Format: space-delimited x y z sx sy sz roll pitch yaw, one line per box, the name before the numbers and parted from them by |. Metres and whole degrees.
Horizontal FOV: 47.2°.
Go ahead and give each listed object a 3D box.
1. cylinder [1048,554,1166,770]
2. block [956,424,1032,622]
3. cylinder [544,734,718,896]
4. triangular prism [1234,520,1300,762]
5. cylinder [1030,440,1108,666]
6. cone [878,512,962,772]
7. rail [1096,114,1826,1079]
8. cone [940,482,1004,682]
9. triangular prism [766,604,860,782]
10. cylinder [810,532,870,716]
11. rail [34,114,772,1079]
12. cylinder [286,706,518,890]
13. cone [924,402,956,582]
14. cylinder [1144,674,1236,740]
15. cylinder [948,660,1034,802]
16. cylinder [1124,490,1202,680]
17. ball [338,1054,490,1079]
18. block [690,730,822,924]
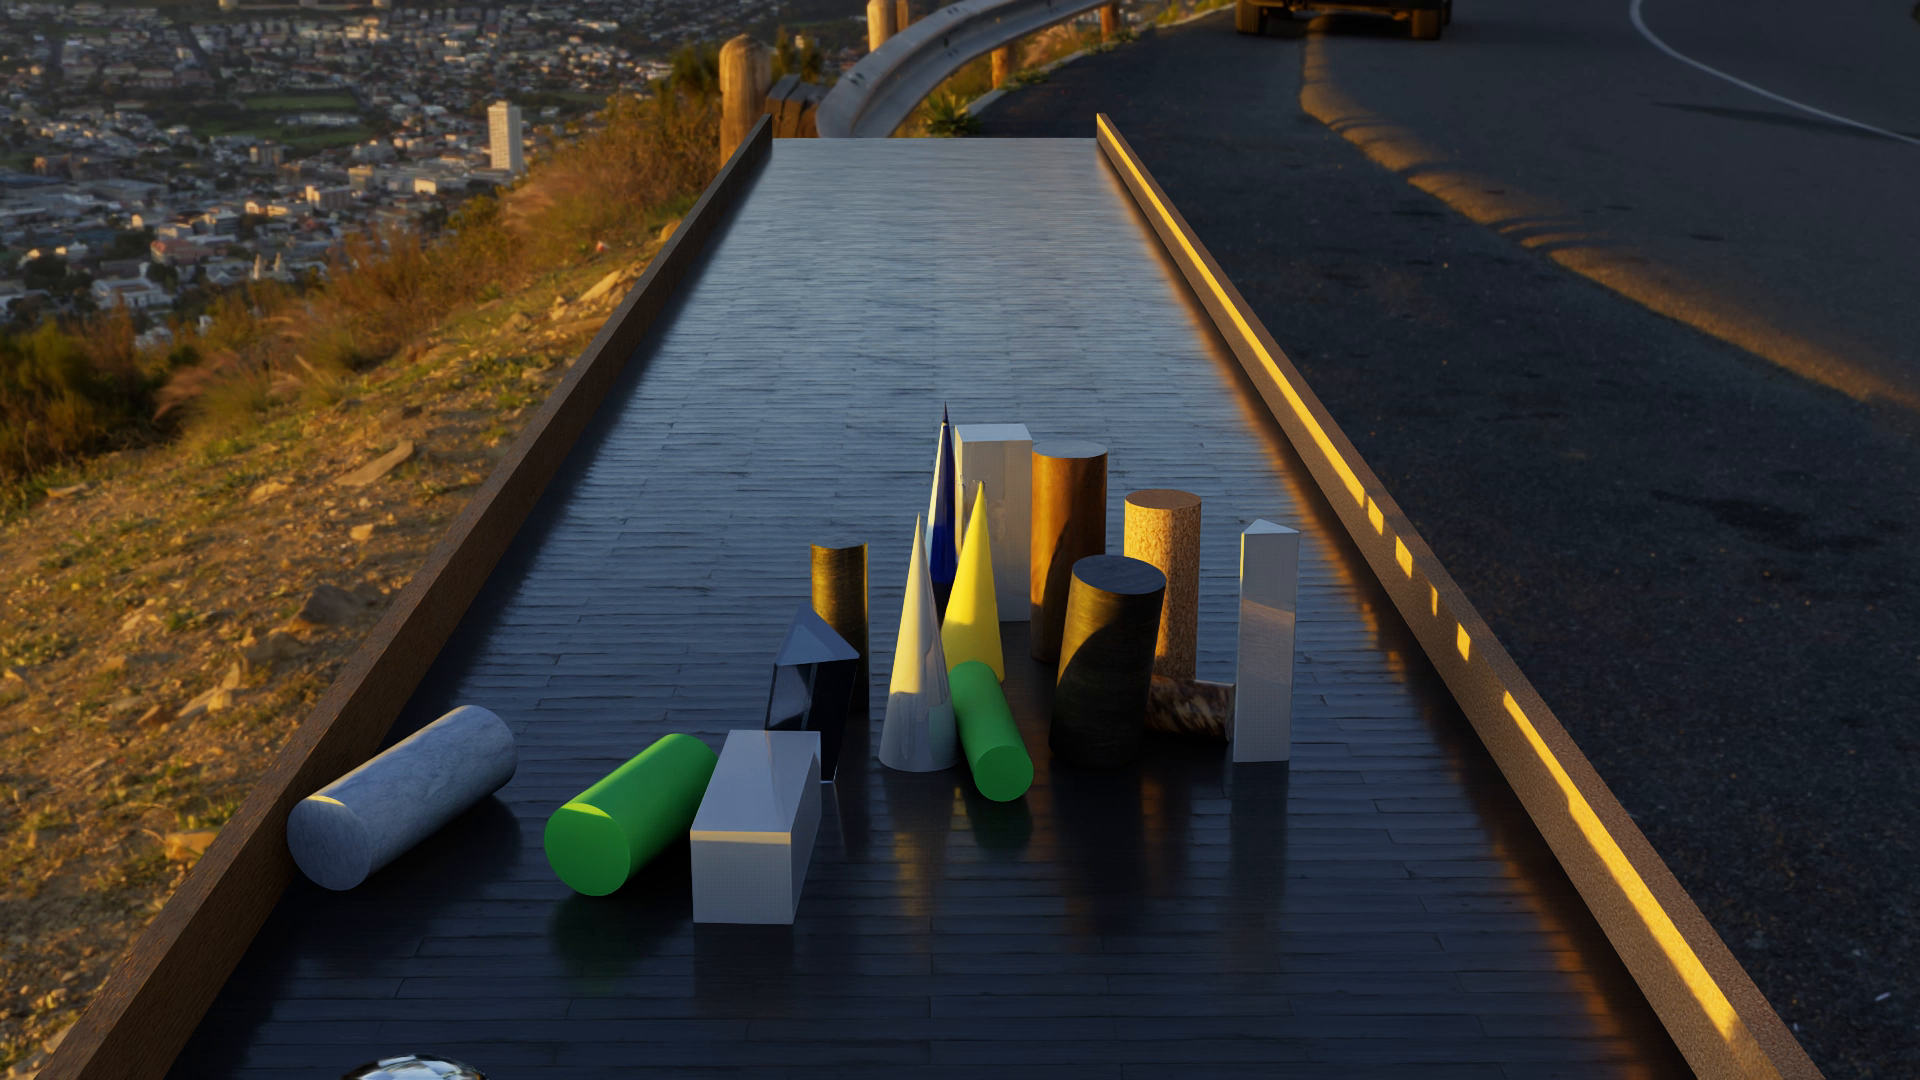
cylinder | 0.257 0.215 3.868 0.164 0.341 0.164 6 23 -2
block | 0.070 -0.037 4.661 0.147 0.393 0.147 -2 17 -5
cylinder | -0.513 0.433 3.501 0.153 0.153 0.309 7 18 21
triangular prism | 0.531 0.178 3.889 0.100 0.422 0.086 -2 17 -6
cylinder | 0.216 0.027 4.383 0.149 0.429 0.149 0 17 0
cone | -0.071 0.168 3.864 0.149 0.455 0.149 0 17 0
rail | 0.932 -0.844 7.801 0.050 0.150 12.000 0 17 -1
cone | 0.028 0.073 4.268 0.148 0.396 0.148 4 15 -1
triangular prism | -0.270 0.263 3.702 0.138 0.355 0.120 -5 51 -16
cylinder | -0.224 0.158 4.120 0.105 0.328 0.105 0 17 0
rail | -1.118 -0.838 7.780 0.050 0.150 12.000 0 17 -1
cylinder | -0.897 0.411 3.568 0.157 0.157 0.416 6 18 20
cone | -0.032 -0.115 4.904 0.115 0.405 0.115 0 17 0
cylinder | 0.346 0.298 4.044 0.315 0.104 0.104 6 18 20
cylinder | 0.048 0.335 3.922 0.103 0.103 0.427 -2 17 -7
cylinder | 0.378 0.115 4.140 0.141 0.399 0.141 0 17 0
ball | -0.599 0.701 2.386 0.277 0.277 0.277 0 17 0
block | -0.315 0.445 3.468 0.149 0.149 0.406 1 17 3
